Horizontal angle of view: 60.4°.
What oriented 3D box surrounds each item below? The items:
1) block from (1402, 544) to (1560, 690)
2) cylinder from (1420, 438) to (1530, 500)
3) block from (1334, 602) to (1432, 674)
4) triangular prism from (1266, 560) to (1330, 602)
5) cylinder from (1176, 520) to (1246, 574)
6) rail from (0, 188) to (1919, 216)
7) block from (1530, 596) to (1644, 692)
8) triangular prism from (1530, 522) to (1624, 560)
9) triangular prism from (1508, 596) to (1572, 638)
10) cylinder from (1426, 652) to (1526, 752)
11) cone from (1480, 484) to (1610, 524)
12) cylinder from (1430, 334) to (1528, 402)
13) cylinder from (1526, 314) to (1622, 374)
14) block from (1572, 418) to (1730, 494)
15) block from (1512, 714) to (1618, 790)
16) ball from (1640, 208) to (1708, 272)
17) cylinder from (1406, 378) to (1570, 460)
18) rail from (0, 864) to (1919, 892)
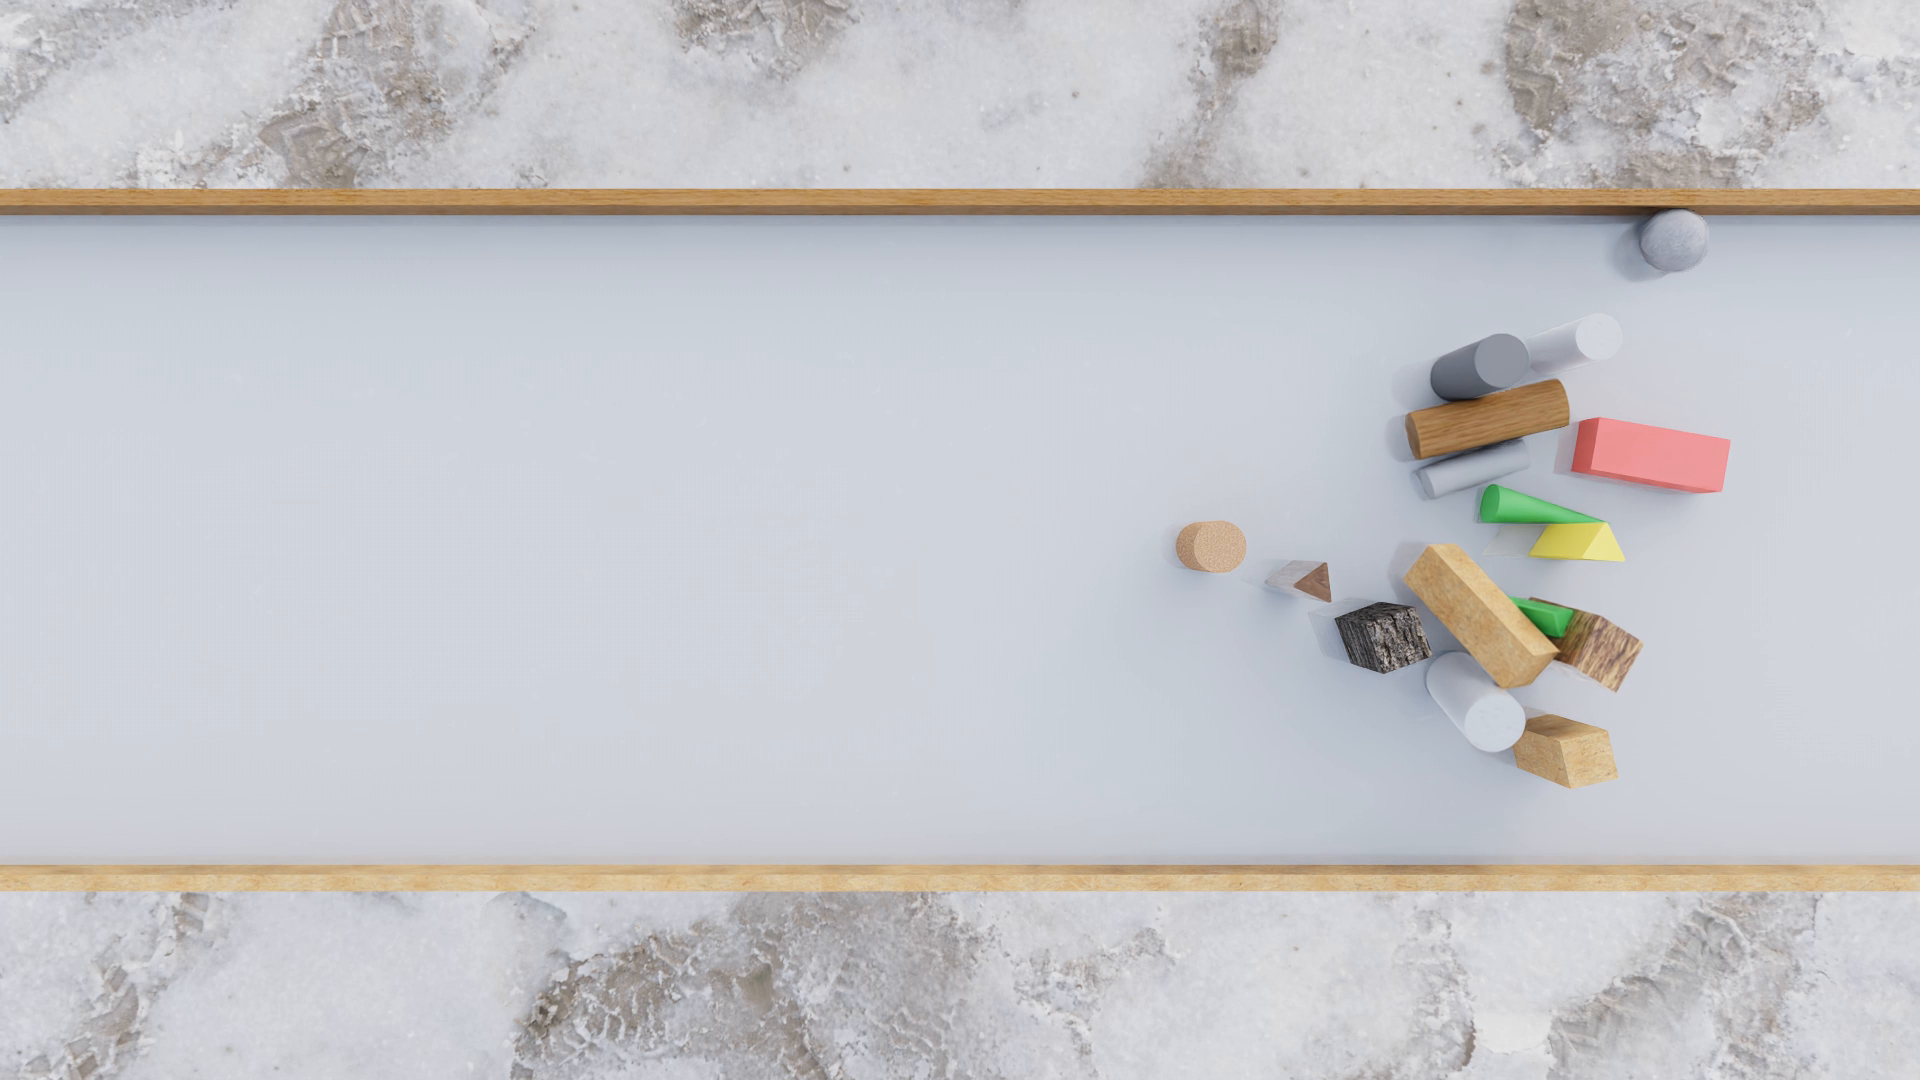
[{"bbox_3d":[1.534,0.219,4.870,0.457,0.141,0.141,54,130,33],"label":"block"},{"bbox_3d":[1.569,-0.218,5.025,0.308,0.103,0.103,-19,90,0],"label":"cylinder"},{"bbox_3d":[1.247,0.285,4.878,0.149,0.396,0.149,-20,90,0],"label":"block"},{"bbox_3d":[1.008,0.108,4.851,0.113,0.450,0.098,23,90,0],"label":"triangular prism"},{"bbox_3d":[0.739,0.020,4.880,0.150,0.392,0.150,0,90,0],"label":"cylinder"},{"bbox_3d":[-2.247,-1.025,5.002,12.000,0.150,0.050,0,90,0],"label":"rail"},{"bbox_3d":[1.809,0.305,4.875,0.164,0.375,0.164,30,90,-13],"label":"block"},{"bbox_3d":[1.812,0.002,4.855,0.119,0.442,0.103,4,90,0],"label":"triangular prism"},{"bbox_3d":[1.661,0.200,4.924,0.078,0.335,0.091,-36,117,-24],"label":"triangular prism"},{"bbox_3d":[1.518,0.473,4.869,0.174,0.384,0.174,0,104,0],"label":"cylinder"},{"bbox_3d":[1.810,-0.081,5.047,0.404,0.120,0.120,9,90,-8],"label":"cone"},{"bbox_3d":[1.522,-0.503,4.853,0.153,0.446,0.153,0,90,0],"label":"cylinder"},{"bbox_3d":[1.806,-0.574,4.869,0.133,0.416,0.133,0,90,0],"label":"cylinder"},{"bbox_3d":[2.091,-0.255,4.997,0.397,0.158,0.158,10,90,0],"label":"block"},{"bbox_3d":[1.768,0.617,4.854,0.138,0.444,0.138,-13,90,0],"label":"block"},{"bbox_3d":[2.155,-0.905,4.982,0.190,0.190,0.190,0,90,0],"label":"ball"},{"bbox_3d":[1.593,-0.364,4.991,0.452,0.148,0.148,-13,90,3],"label":"cylinder"},{"bbox_3d":[-2.247,1.025,5.001,12.000,0.150,0.050,0,90,0],"label":"rail"}]
